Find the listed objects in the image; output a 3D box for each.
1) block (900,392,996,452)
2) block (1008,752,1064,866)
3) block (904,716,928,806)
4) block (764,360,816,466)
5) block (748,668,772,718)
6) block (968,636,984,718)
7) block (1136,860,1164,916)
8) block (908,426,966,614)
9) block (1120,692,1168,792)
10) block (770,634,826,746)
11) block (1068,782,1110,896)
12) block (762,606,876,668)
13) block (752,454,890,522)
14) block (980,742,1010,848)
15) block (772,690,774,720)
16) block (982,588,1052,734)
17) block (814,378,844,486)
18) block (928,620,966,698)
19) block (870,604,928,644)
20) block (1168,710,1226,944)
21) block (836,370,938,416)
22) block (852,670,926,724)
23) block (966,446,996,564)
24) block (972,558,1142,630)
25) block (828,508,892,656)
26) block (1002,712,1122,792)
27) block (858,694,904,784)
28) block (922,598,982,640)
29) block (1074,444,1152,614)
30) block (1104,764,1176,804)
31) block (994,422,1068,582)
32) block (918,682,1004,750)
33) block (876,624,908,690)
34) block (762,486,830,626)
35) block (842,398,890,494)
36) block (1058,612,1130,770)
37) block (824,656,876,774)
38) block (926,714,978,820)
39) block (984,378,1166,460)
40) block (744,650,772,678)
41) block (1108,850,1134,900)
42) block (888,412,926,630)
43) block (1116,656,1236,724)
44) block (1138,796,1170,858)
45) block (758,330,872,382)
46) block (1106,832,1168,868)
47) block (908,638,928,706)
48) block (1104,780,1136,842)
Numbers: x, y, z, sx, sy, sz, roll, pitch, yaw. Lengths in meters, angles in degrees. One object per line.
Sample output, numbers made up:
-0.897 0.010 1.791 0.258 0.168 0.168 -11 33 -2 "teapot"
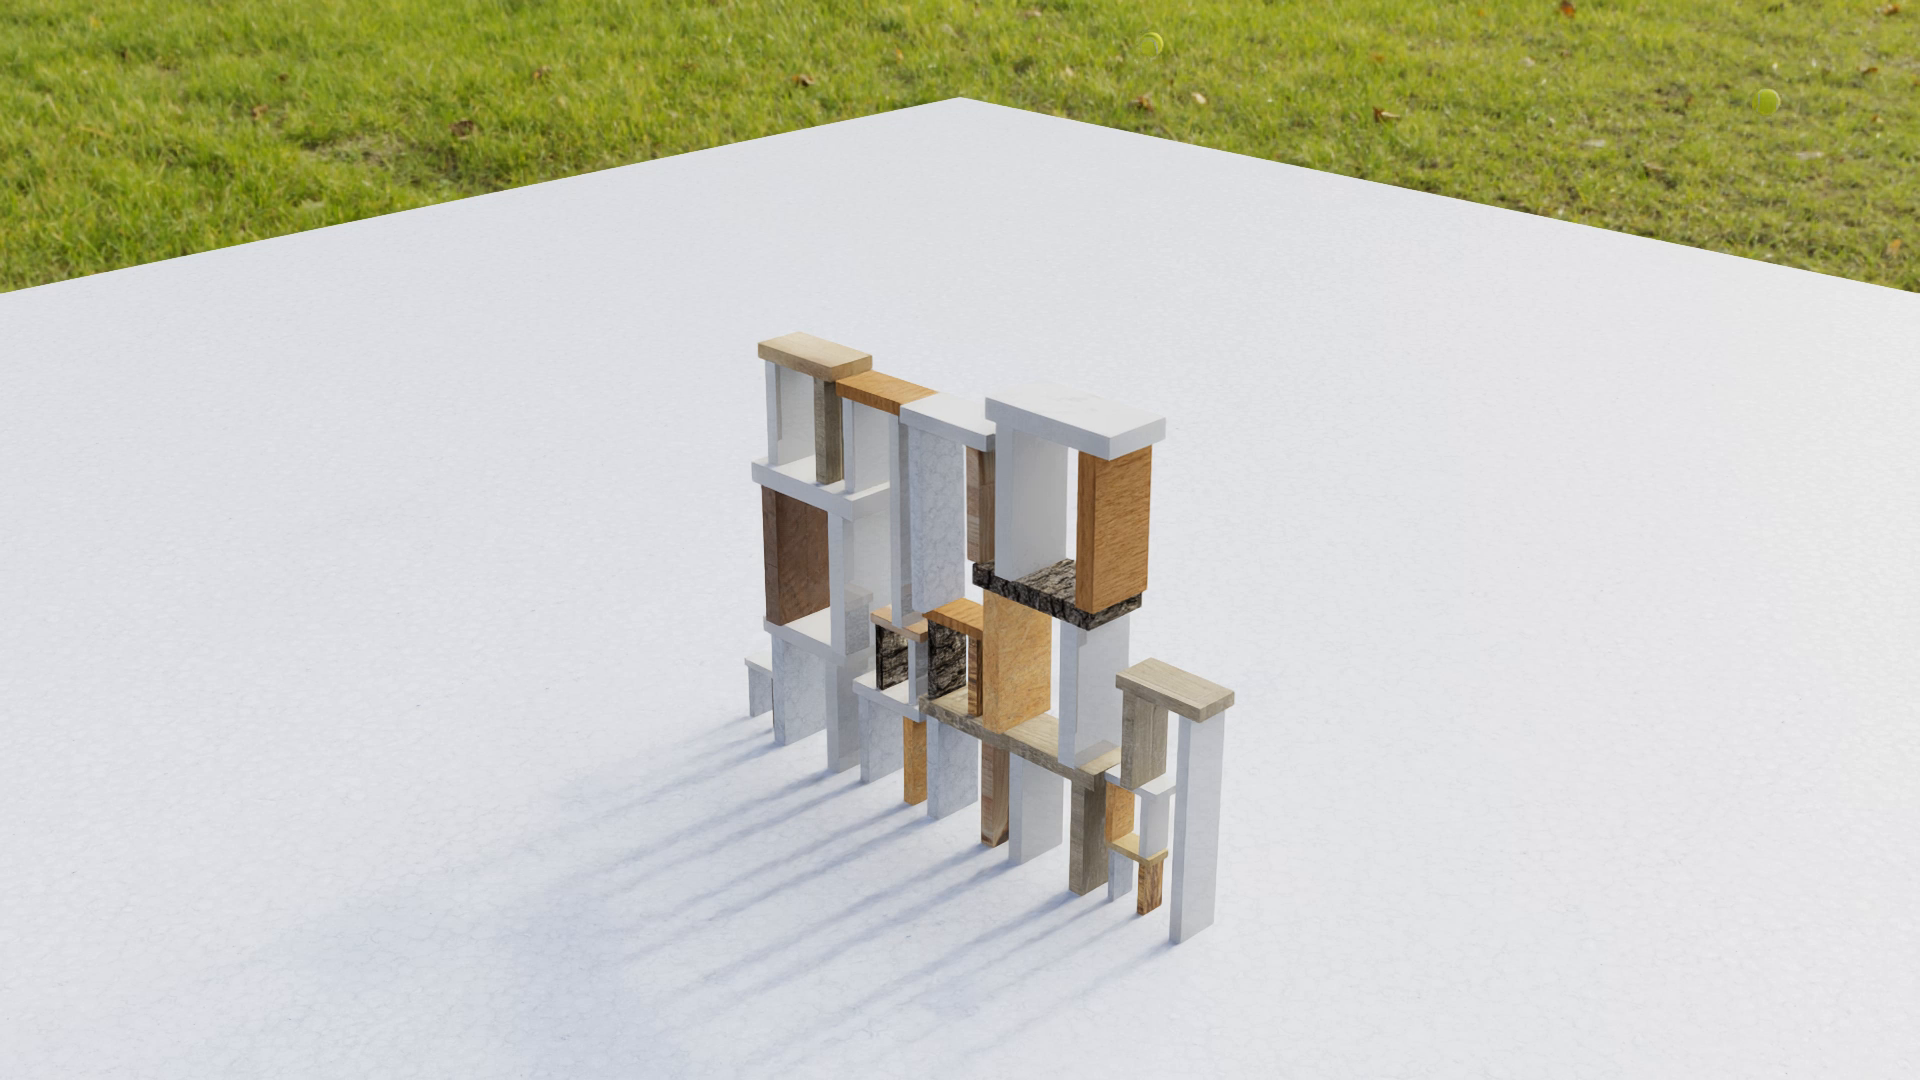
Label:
0.007 -0.222 4.110 0.114 0.032 0.229 -21 31 -40 "block"
0.149 0.502 4.275 0.118 0.237 0.034 -21 31 -40 "block"
-0.070 0.434 4.485 0.028 0.197 0.099 21 31 41 "block"
-0.342 -0.270 4.477 0.110 0.221 0.031 -21 31 -41 "block"
-0.437 0.325 4.842 0.017 0.119 0.059 21 31 41 "block"
0.054 0.254 4.281 0.024 0.167 0.084 21 31 41 "block"
0.355 0.642 4.108 0.015 0.109 0.054 21 31 41 "block"
-0.043 -0.053 4.241 0.032 0.381 0.114 20 31 41 "block"
0.337 0.350 4.002 0.028 0.194 0.097 21 31 41 "block"
-0.341 0.303 4.721 0.036 0.255 0.127 21 31 41 "block"
0.261 0.546 4.172 0.118 0.237 0.034 -21 31 -41 "block"
-0.281 0.193 4.609 0.255 0.036 0.127 21 31 41 "block"
-0.266 -0.120 4.460 0.153 0.043 0.306 -21 31 -41 "block"
0.093 0.482 4.332 0.032 0.229 0.114 21 31 41 "block"
-0.381 0.347 4.791 0.017 0.119 0.059 21 31 41 "block"
0.110 0.210 4.200 0.146 0.292 0.041 -21 30 -40 "block"
-0.238 -0.230 4.381 0.031 0.221 0.110 21 31 41 "block"
-0.025 0.223 4.353 0.024 0.167 0.084 21 31 40 "block"
-0.104 0.165 4.403 0.072 0.020 0.143 -21 31 -41 "block"
0.428 0.509 3.970 0.097 0.462 0.028 -21 31 -41 "block"
-0.139 -0.283 4.254 0.195 0.028 0.098 21 31 40 "block"
-0.116 0.312 4.484 0.197 0.028 0.099 21 31 41 "block"
0.064 -0.081 4.111 0.032 0.229 0.114 20 30 41 "block"
0.178 0.083 4.070 0.292 0.041 0.146 21 31 40 "block"
-0.193 0.069 4.462 0.043 0.306 0.153 21 31 40 "block"
0.205 0.400 4.170 0.118 0.034 0.237 -21 31 -40 "block"
-0.163 0.398 4.571 0.028 0.197 0.099 21 31 41 "block"
0.014 0.149 4.280 0.167 0.024 0.084 21 31 41 "block"
0.273 -0.032 3.908 0.042 0.299 0.149 21 31 41 "block"
0.334 0.445 4.051 0.063 0.018 0.125 -21 31 -41 "block"
0.132 -0.087 4.037 0.042 0.299 0.149 21 31 40 "block"
0.039 0.341 4.331 0.229 0.032 0.114 21 31 41 "block"
-0.138 0.227 4.466 0.072 0.143 0.020 -21 31 -41 "block"
-0.338 0.013 4.595 0.043 0.306 0.153 21 31 41 "block"
-0.185 -0.198 4.339 0.028 0.195 0.098 21 31 40 "block"
0.248 0.264 4.072 0.041 0.292 0.146 21 31 41 "block"
-0.221 0.350 4.610 0.036 0.255 0.127 21 31 41 "block"
-0.015 0.440 4.431 0.032 0.229 0.114 21 31 41 "block"
0.203 -0.217 3.906 0.149 0.042 0.299 -21 31 -41 "block"
-0.409 0.274 4.790 0.119 0.017 0.059 21 31 41 "block"
0.304 0.622 4.155 0.015 0.109 0.054 21 31 41 "block"
-0.092 -0.047 4.304 0.098 0.447 0.028 -21 31 -41 "block"
0.382 0.266 3.916 0.194 0.028 0.097 21 31 41 "block"
0.359 0.520 4.057 0.063 0.125 0.018 -21 32 -41 "block"
-0.290 -0.366 4.380 0.110 0.031 0.220 -21 31 -40 "block"
0.330 0.575 4.107 0.109 0.015 0.054 21 31 41 "block"
-0.071 0.253 4.404 0.020 0.143 0.072 21 31 41 "block"
0.300 0.497 4.111 0.063 0.125 0.018 -21 31 -41 "block"
